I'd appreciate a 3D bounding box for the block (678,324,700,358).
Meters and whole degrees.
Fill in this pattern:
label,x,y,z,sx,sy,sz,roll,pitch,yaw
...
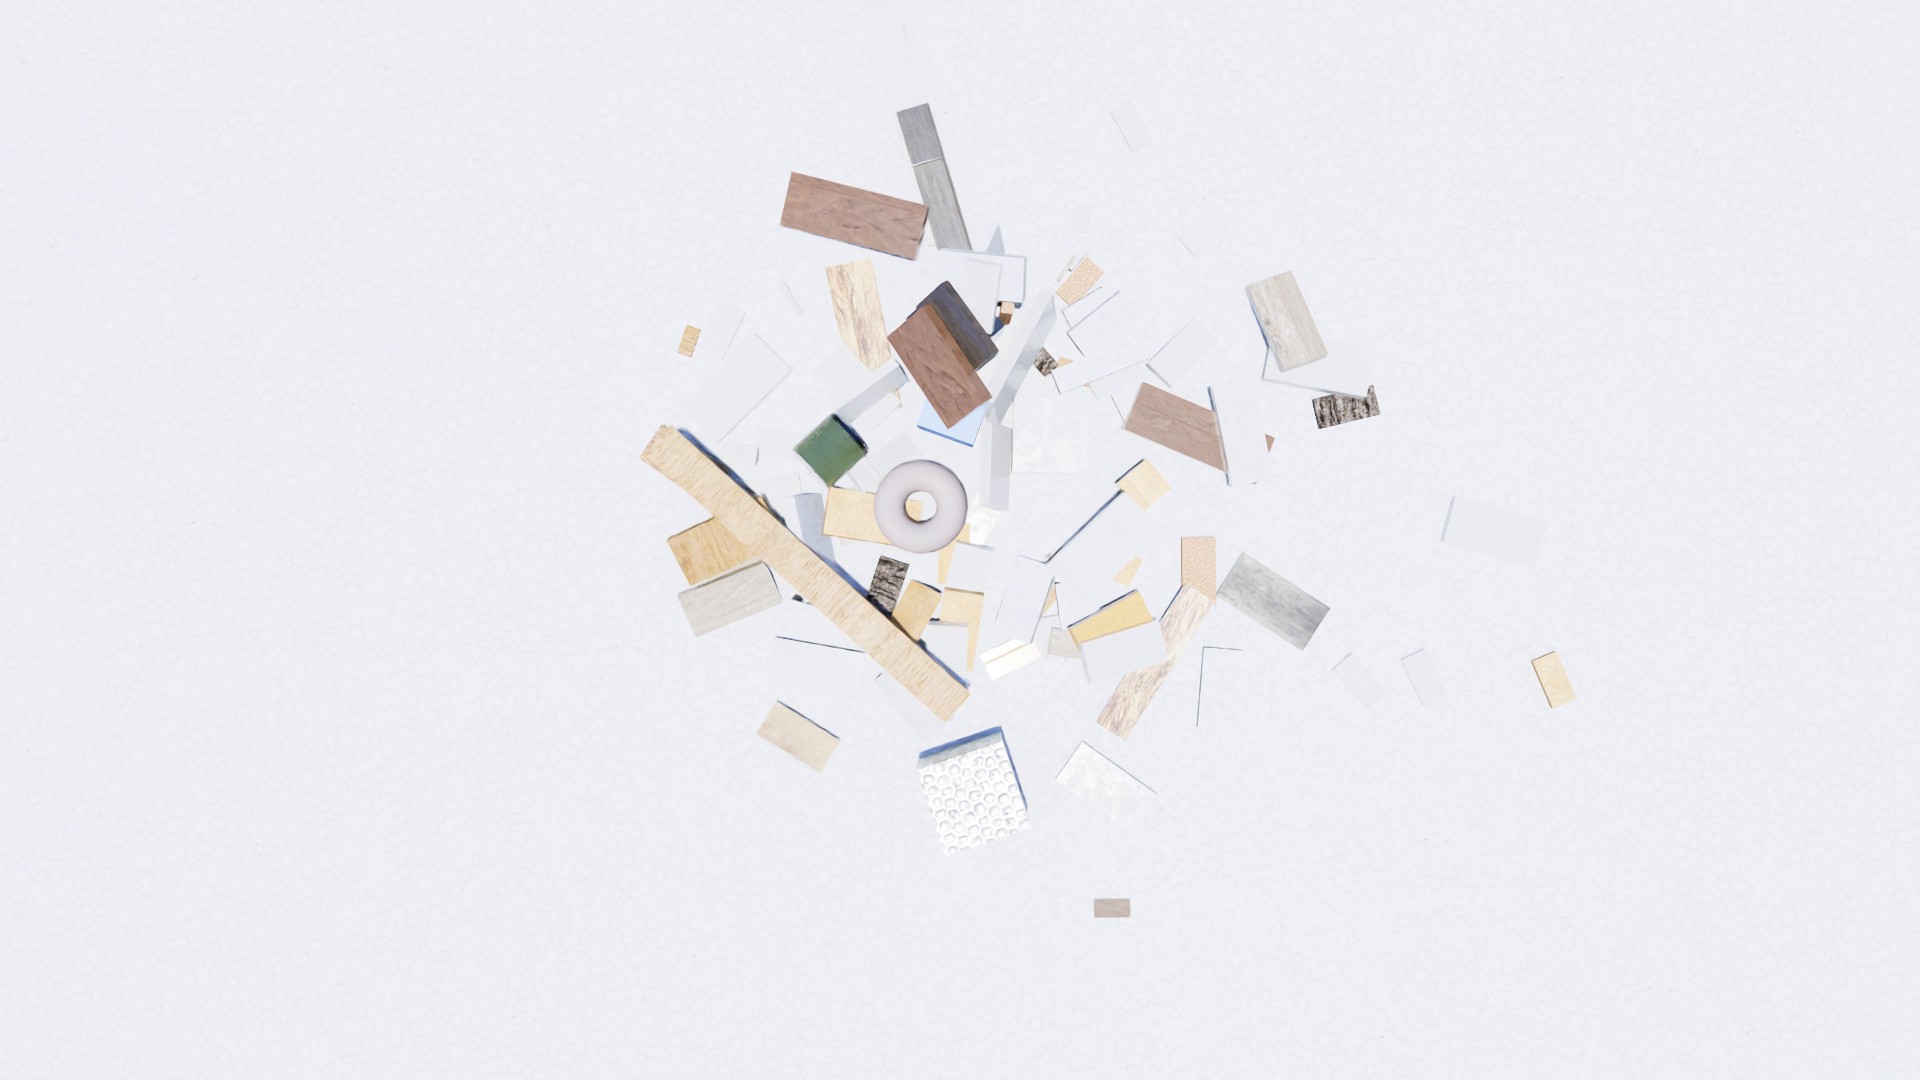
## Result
label,x,y,z,sx,sy,sz,roll,pitch,yaw
block,-0.902,-0.663,5.493,0.050,0.014,0.099,19,90,0

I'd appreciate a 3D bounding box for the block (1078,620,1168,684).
label,x,y,z,sx,sy,sz,roll,pitch,yaw
block,0.533,0.365,5.388,0.276,0.039,0.138,-16,95,-15

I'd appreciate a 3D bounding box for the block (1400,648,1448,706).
label,x,y,z,sx,sy,sz,roll,pitch,yaw
block,1.543,0.457,5.488,0.086,0.024,0.172,-26,90,0

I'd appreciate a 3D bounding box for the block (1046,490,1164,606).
label,x,y,z,sx,sy,sz,roll,pitch,yaw
block,0.469,0.025,5.377,0.356,0.050,0.178,-44,96,9

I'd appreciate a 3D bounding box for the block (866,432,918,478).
label,x,y,z,sx,sy,sz,roll,pitch,yaw
block,-0.225,-0.281,5.453,0.163,0.023,0.081,-35,90,-27

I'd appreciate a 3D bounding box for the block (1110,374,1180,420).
label,x,y,z,sx,sy,sz,roll,pitch,yaw
block,0.617,-0.482,5.485,0.206,0.029,0.103,-27,90,0

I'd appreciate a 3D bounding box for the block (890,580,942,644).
label,x,y,z,sx,sy,sz,roll,pitch,yaw
block,-0.172,0.272,5.430,0.037,0.132,0.265,33,84,-43

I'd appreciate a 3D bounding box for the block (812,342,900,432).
label,x,y,z,sx,sy,sz,roll,pitch,yaw
block,-0.341,-0.504,5.436,0.138,0.039,0.276,-44,90,0

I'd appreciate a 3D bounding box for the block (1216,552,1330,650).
label,x,y,z,sx,sy,sz,roll,pitch,yaw
block,1.038,0.204,5.476,0.338,0.048,0.169,33,90,0

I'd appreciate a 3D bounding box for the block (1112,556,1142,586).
label,x,y,z,sx,sy,sz,roll,pitch,yaw
block,0.492,0.062,5.485,0.206,0.029,0.103,28,90,0

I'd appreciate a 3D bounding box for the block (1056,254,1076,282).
label,x,y,z,sx,sy,sz,roll,pitch,yaw
block,0.352,-0.901,5.477,0.013,0.047,0.094,34,90,0

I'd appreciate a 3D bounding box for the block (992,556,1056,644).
label,x,y,z,sx,sy,sz,roll,pitch,yaw
block,0.215,0.199,5.459,0.133,0.038,0.266,19,88,16

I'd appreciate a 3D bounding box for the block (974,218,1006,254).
label,x,y,z,sx,sy,sz,roll,pitch,yaw
block,0.097,-0.906,5.346,0.040,0.280,0.140,19,74,14

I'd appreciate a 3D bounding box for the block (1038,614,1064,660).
label,x,y,z,sx,sy,sz,roll,pitch,yaw
block,0.303,0.324,5.480,0.071,0.020,0.141,-9,97,-3

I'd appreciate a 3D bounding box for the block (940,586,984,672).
label,x,y,z,sx,sy,sz,roll,pitch,yaw
block,-0.004,0.295,5.446,0.133,0.038,0.266,8,105,0

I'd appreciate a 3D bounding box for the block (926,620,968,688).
label,x,y,z,sx,sy,sz,roll,pitch,yaw
block,-0.043,0.399,5.435,0.132,0.037,0.265,3,110,2

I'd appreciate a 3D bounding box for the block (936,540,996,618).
label,x,y,z,sx,sy,sz,roll,pitch,yaw
block,0.019,0.143,5.443,0.133,0.038,0.266,14,106,-2

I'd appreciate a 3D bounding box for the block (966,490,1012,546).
label,x,y,z,sx,sy,sz,roll,pitch,yaw
block,0.077,-0.088,5.486,0.102,0.029,0.203,29,90,0

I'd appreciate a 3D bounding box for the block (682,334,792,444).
label,x,y,z,sx,sy,sz,roll,pitch,yaw
block,-0.742,-0.503,5.476,0.345,0.049,0.172,-45,90,0

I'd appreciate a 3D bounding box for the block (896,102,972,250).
label,x,y,z,sx,sy,sz,roll,pitch,yaw
block,-0.078,-1.164,5.445,0.113,0.032,0.545,-17,90,0

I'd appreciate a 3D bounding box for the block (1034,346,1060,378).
label,x,y,z,sx,sy,sz,roll,pitch,yaw
block,0.263,-0.610,5.481,0.064,0.018,0.129,-42,83,4

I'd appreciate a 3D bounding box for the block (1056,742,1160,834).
label,x,y,z,sx,sy,sz,roll,pitch,yaw
block,0.488,0.822,5.478,0.311,0.044,0.155,35,90,0

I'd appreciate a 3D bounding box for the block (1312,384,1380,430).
label,x,y,z,sx,sy,sz,roll,pitch,yaw
block,1.284,-0.442,5.485,0.206,0.029,0.103,-14,90,0

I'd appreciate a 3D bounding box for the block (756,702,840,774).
label,x,y,z,sx,sy,sz,roll,pitch,yaw
block,-0.536,0.655,5.468,0.249,0.035,0.125,32,76,0

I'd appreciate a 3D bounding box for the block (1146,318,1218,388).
label,x,y,z,sx,sy,sz,roll,pitch,yaw
block,0.738,-0.620,5.466,0.225,0.032,0.113,-44,90,-9

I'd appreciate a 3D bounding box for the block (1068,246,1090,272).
label,x,y,z,sx,sy,sz,roll,pitch,yaw
block,0.395,-0.932,5.477,0.013,0.047,0.094,40,90,0

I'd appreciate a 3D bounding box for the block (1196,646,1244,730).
label,x,y,z,sx,sy,sz,roll,pitch,yaw
block,0.865,0.494,5.481,0.133,0.038,0.266,5,90,0

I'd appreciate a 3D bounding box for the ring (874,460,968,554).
label,x,y,z,sx,sy,sz,roll,pitch,yaw
ring,-0.128,-0.109,5.393,0.308,0.103,0.308,0,86,-3

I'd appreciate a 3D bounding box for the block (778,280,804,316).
label,x,y,z,sx,sy,sz,roll,pitch,yaw
block,-0.559,-0.801,5.469,0.017,0.061,0.122,-29,90,5

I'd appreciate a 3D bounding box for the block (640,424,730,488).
label,x,y,z,sx,sy,sz,roll,pitch,yaw
block,-0.912,-0.251,5.461,0.274,0.039,0.137,34,90,8

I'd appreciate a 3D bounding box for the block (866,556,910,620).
label,x,y,z,sx,sy,sz,roll,pitch,yaw
block,-0.248,0.163,5.486,0.102,0.029,0.203,18,90,0

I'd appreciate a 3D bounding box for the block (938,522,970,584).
label,x,y,z,sx,sy,sz,roll,pitch,yaw
block,-0.019,0.044,5.467,0.102,0.029,0.203,2,99,4

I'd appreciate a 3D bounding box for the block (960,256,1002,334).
label,x,y,z,sx,sy,sz,roll,pitch,yaw
block,0.062,-0.767,5.180,0.113,0.032,0.225,14,121,12

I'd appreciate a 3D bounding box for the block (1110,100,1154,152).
label,x,y,z,sx,sy,sz,roll,pitch,yaw
block,0.570,-1.378,5.489,0.078,0.022,0.157,-29,90,0

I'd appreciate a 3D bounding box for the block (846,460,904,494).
label,x,y,z,sx,sy,sz,roll,pitch,yaw
block,-0.277,-0.235,5.446,0.184,0.026,0.092,-36,90,-27

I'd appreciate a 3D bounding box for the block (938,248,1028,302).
label,x,y,z,sx,sy,sz,roll,pitch,yaw
block,0.069,-0.834,5.192,0.280,0.040,0.140,8,114,15

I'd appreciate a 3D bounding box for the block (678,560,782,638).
label,x,y,z,sx,sy,sz,roll,pitch,yaw
block,-0.761,0.192,5.456,0.306,0.043,0.153,-22,108,0

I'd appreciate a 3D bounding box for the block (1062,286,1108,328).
label,x,y,z,sx,sy,sz,roll,pitch,yaw
block,0.423,-0.768,5.476,0.157,0.022,0.078,-31,106,-2

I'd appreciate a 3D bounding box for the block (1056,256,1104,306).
label,x,y,z,sx,sy,sz,roll,pitch,yaw
block,0.398,-0.856,5.489,0.078,0.022,0.157,42,90,0

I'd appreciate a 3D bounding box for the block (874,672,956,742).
label,x,y,z,sx,sy,sz,roll,pitch,yaw
block,-0.151,0.526,5.454,0.132,0.037,0.265,-40,90,26

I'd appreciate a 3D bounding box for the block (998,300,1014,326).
label,x,y,z,sx,sy,sz,roll,pitch,yaw
block,0.158,-0.787,5.360,0.040,0.280,0.140,10,90,-1

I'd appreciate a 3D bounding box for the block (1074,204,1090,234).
label,x,y,z,sx,sy,sz,roll,pitch,yaw
block,0.407,-1.070,5.493,0.047,0.013,0.094,-1,90,0

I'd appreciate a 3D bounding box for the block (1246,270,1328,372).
label,x,y,z,sx,sy,sz,roll,pitch,yaw
block,1.076,-0.720,5.435,0.156,0.044,0.312,-19,76,-5

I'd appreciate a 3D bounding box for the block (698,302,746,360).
label,x,y,z,sx,sy,sz,roll,pitch,yaw
block,-0.791,-0.697,5.488,0.086,0.024,0.173,26,90,0
